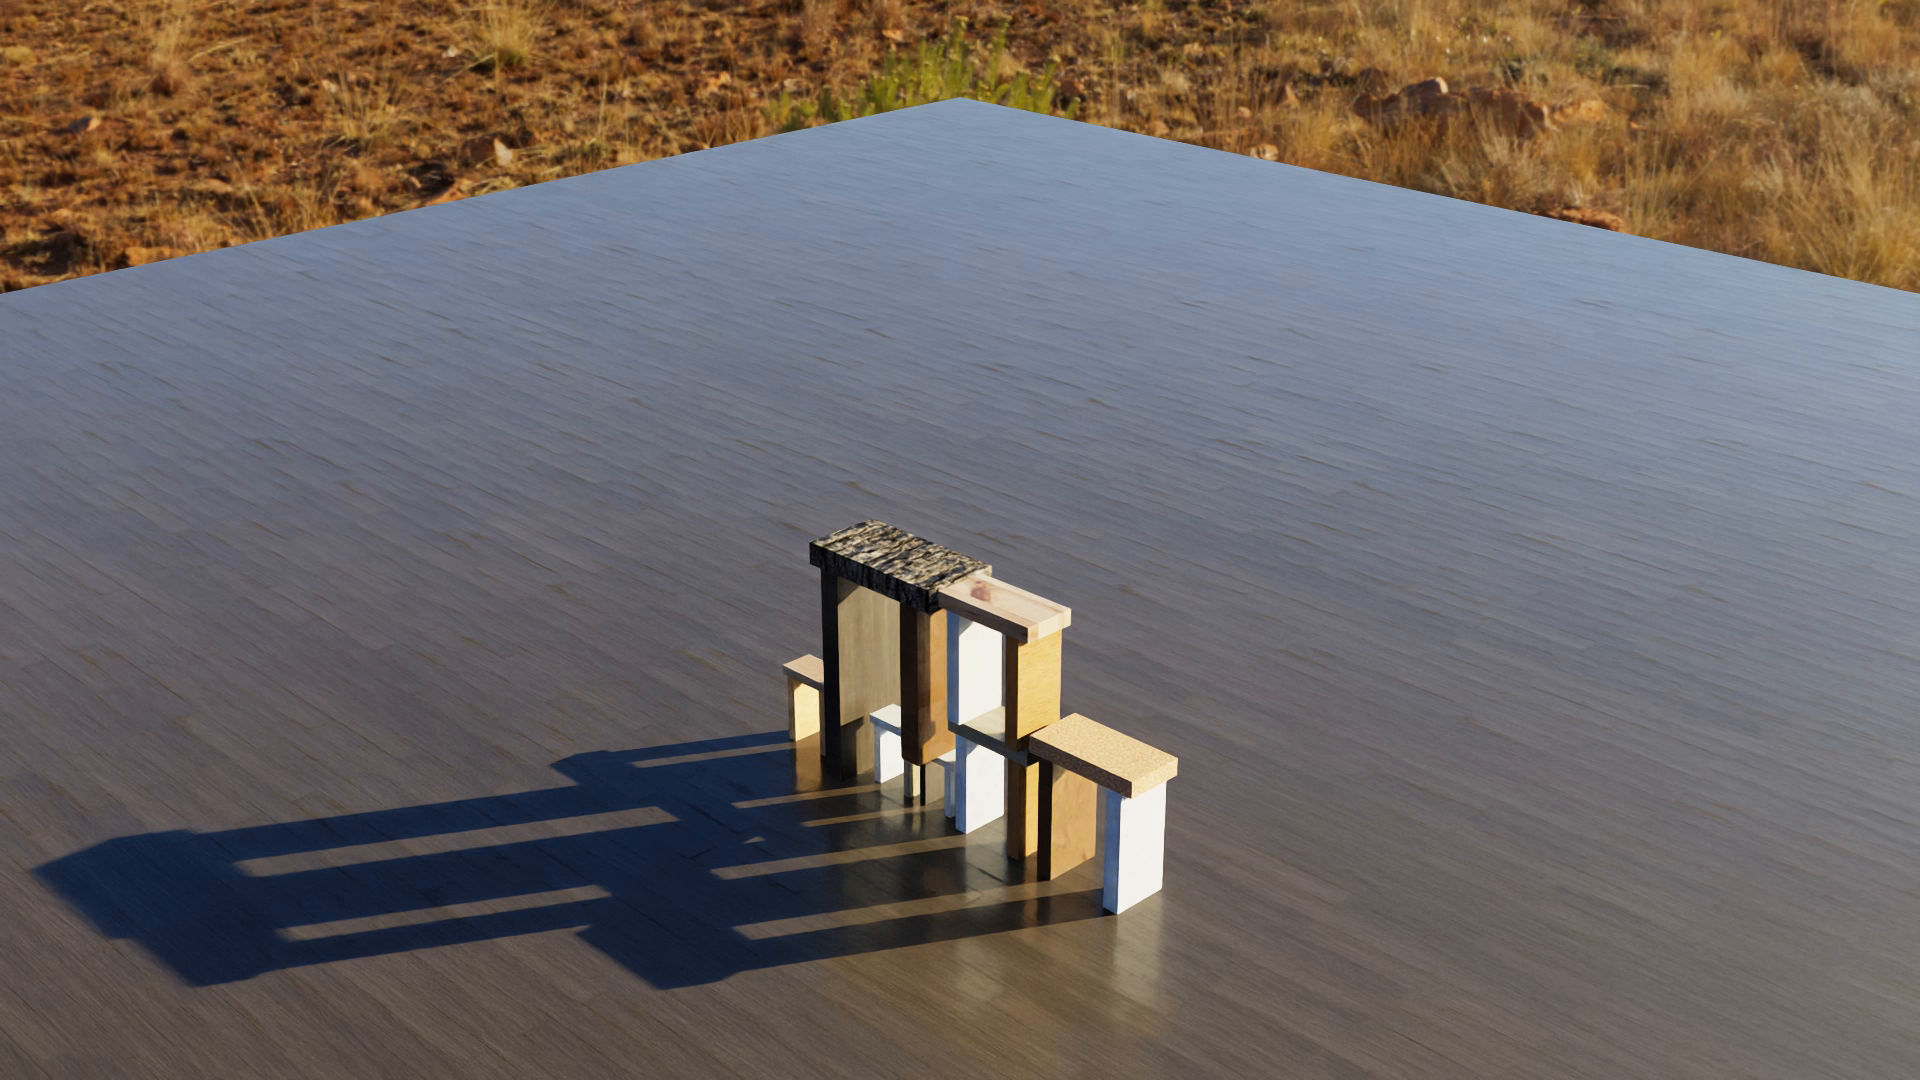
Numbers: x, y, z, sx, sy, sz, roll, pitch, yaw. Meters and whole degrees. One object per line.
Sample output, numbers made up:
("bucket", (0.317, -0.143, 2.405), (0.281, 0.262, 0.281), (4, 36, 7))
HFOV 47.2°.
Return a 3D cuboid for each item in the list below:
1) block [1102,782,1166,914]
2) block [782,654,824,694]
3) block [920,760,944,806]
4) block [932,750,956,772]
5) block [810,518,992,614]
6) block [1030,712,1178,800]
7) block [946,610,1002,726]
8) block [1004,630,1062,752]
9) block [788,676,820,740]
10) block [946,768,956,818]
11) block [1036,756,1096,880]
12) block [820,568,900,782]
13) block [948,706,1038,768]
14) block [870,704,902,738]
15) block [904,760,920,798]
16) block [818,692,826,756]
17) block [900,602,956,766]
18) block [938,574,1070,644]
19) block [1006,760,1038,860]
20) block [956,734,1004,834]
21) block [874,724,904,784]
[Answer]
("block", (0.327, 0.560, 4.114), (0.036, 0.256, 0.128), (21, 31, 41))
("block", (-0.299, 0.287, 4.675), (0.149, 0.021, 0.075), (21, 31, 41))
("block", (-0.057, 0.481, 4.487), (0.054, 0.109, 0.015), (-21, 31, -41))
("block", (-0.031, 0.434, 4.440), (0.054, 0.015, 0.109), (-21, 31, -41))
("block", (-0.121, 0.049, 4.381), (0.345, 0.049, 0.172), (21, 31, 40))
("block", (0.267, 0.402, 4.113), (0.256, 0.036, 0.128), (21, 31, 41))
("block", (0.028, 0.231, 4.287), (0.033, 0.236, 0.118), (21, 31, 41))
("block", (0.139, 0.275, 4.185), (0.118, 0.236, 0.033), (-21, 31, -40))
("block", (-0.335, 0.352, 4.741), (0.021, 0.149, 0.075), (21, 31, 41))
("block", (-0.005, 0.501, 4.440), (0.054, 0.109, 0.015), (-21, 31, -41))
("block", (0.206, 0.513, 4.225), (0.036, 0.256, 0.128), (21, 31, 41))
("block", (-0.202, 0.256, 4.557), (0.049, 0.469, 0.172), (21, 31, 41))
("block", (0.090, 0.375, 4.289), (0.214, 0.030, 0.107), (21, 31, 41))
("block", (-0.116, 0.376, 4.514), (0.131, 0.019, 0.066), (21, 31, 41))
("block", (-0.086, 0.457, 4.514), (0.019, 0.131, 0.066), (21, 31, 41))
("block", (-0.264, 0.379, 4.676), (0.021, 0.149, 0.075), (21, 31, 41))
("block", (-0.039, 0.262, 4.384), (0.049, 0.345, 0.172), (21, 31, 41))
("block", (0.084, 0.129, 4.184), (0.236, 0.033, 0.118), (21, 31, 40))
("block", (0.140, 0.507, 4.291), (0.030, 0.214, 0.107), (21, 31, 41))
("block", (0.039, 0.468, 4.383), (0.030, 0.214, 0.107), (21, 31, 41))
("block", (-0.147, 0.433, 4.571), (0.019, 0.131, 0.066), (21, 31, 41))
